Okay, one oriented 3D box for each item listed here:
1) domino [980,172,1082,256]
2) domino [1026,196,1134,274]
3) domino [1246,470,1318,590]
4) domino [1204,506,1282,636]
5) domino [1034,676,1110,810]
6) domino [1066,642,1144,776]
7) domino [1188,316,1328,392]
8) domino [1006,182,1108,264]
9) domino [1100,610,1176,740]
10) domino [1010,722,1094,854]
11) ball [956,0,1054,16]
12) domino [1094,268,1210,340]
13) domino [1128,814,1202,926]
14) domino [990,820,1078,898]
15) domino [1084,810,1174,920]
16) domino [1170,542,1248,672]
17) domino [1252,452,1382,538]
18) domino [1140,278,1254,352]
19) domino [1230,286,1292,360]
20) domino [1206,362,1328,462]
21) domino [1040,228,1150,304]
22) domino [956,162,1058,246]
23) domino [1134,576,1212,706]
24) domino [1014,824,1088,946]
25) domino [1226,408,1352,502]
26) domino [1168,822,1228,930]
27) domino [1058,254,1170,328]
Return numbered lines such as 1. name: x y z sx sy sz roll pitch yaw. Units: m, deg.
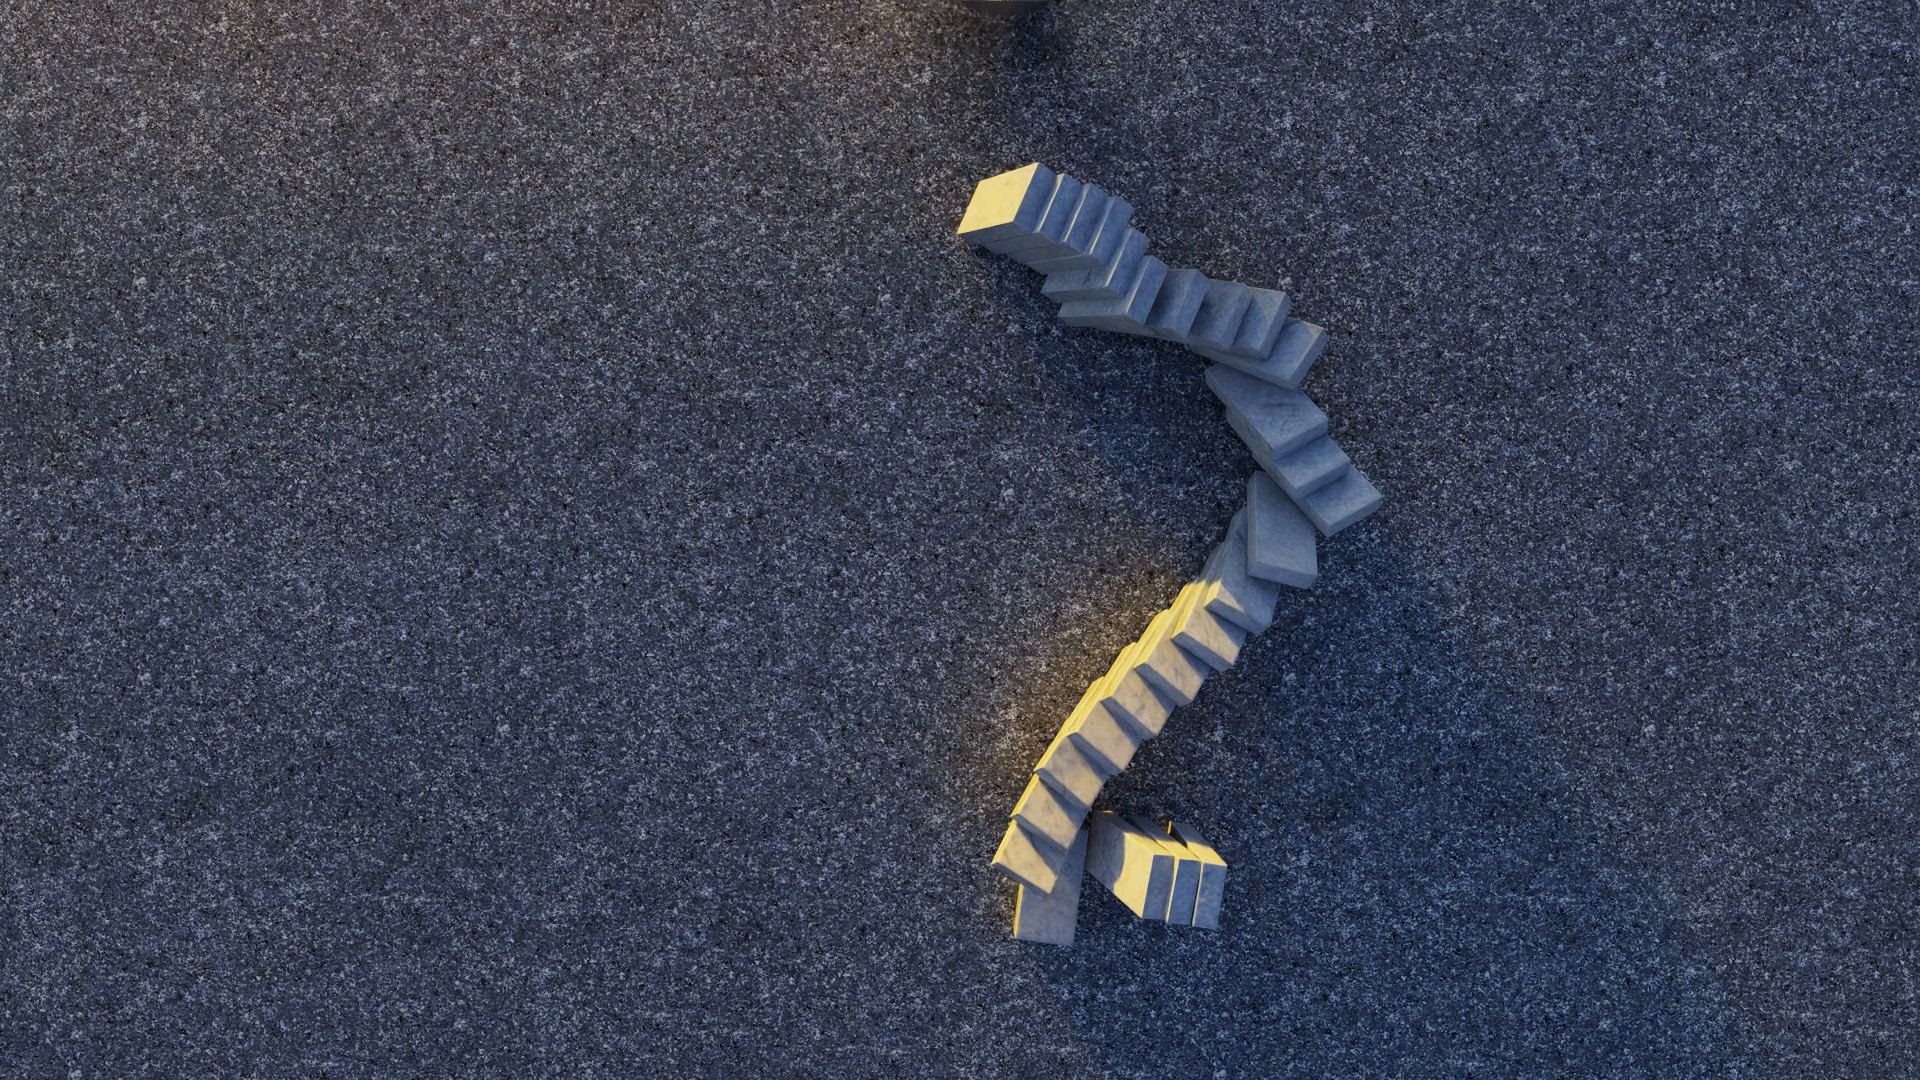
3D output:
1. domino: 0.028 -0.133 0.376 0.009 0.050 0.025 24 90 -29
2. domino: 0.048 -0.124 0.376 0.009 0.050 0.025 24 90 -29
3. domino: 0.133 -0.005 0.381 0.025 0.010 0.050 14 52 0
4. domino: 0.121 0.012 0.383 0.025 0.009 0.050 28 58 0
5. domino: 0.055 0.085 0.383 0.025 0.010 0.050 41 60 0
6. domino: 0.069 0.070 0.384 0.025 0.010 0.050 40 60 0
7. domino: 0.123 -0.083 0.381 0.050 0.009 0.025 34 90 37
8. domino: 0.038 -0.129 0.376 0.010 0.050 0.025 24 90 -29
9. domino: 0.082 0.056 0.384 0.025 0.010 0.050 41 61 0
10. domino: 0.045 0.101 0.383 0.025 0.010 0.050 37 59 0
11. ball: 0.018 -0.252 0.360 0.080 0.080 0.080 0 90 0
12. domino: 0.076 -0.098 0.377 0.009 0.050 0.025 24 90 -38
13. domino: 0.081 0.134 0.375 0.010 0.050 0.025 11 90 -12
14. domino: 0.036 0.119 0.383 0.025 0.010 0.050 32 59 1
15. domino: 0.068 0.132 0.375 0.010 0.050 0.025 11 90 -19
16. domino: 0.109 0.028 0.383 0.025 0.010 0.050 34 59 0
17. domino: 0.148 -0.027 0.382 0.025 0.010 0.050 -29 57 -4
18. domino: 0.093 -0.096 0.380 0.050 0.010 0.025 24 90 41
19. domino: 0.108 -0.093 0.381 0.050 0.010 0.025 24 90 38
20. domino: 0.127 -0.058 0.382 0.025 0.010 0.050 -28 57 0
21. domino: 0.054 -0.112 0.376 0.009 0.050 0.025 24 90 -29
22. domino: 0.018 -0.137 0.376 0.010 0.050 0.025 24 90 -29
23. domino: 0.096 0.042 0.383 0.025 0.010 0.050 40 60 0
24. domino: 0.039 0.147 0.395 0.025 0.010 0.050 8 90 0
25. domino: 0.136 -0.042 0.382 0.025 0.010 0.050 -28 57 -2
26. domino: 0.095 0.136 0.375 0.009 0.050 0.025 9 90 -2
27. domino: 0.062 -0.101 0.376 0.010 0.050 0.025 24 90 -29
